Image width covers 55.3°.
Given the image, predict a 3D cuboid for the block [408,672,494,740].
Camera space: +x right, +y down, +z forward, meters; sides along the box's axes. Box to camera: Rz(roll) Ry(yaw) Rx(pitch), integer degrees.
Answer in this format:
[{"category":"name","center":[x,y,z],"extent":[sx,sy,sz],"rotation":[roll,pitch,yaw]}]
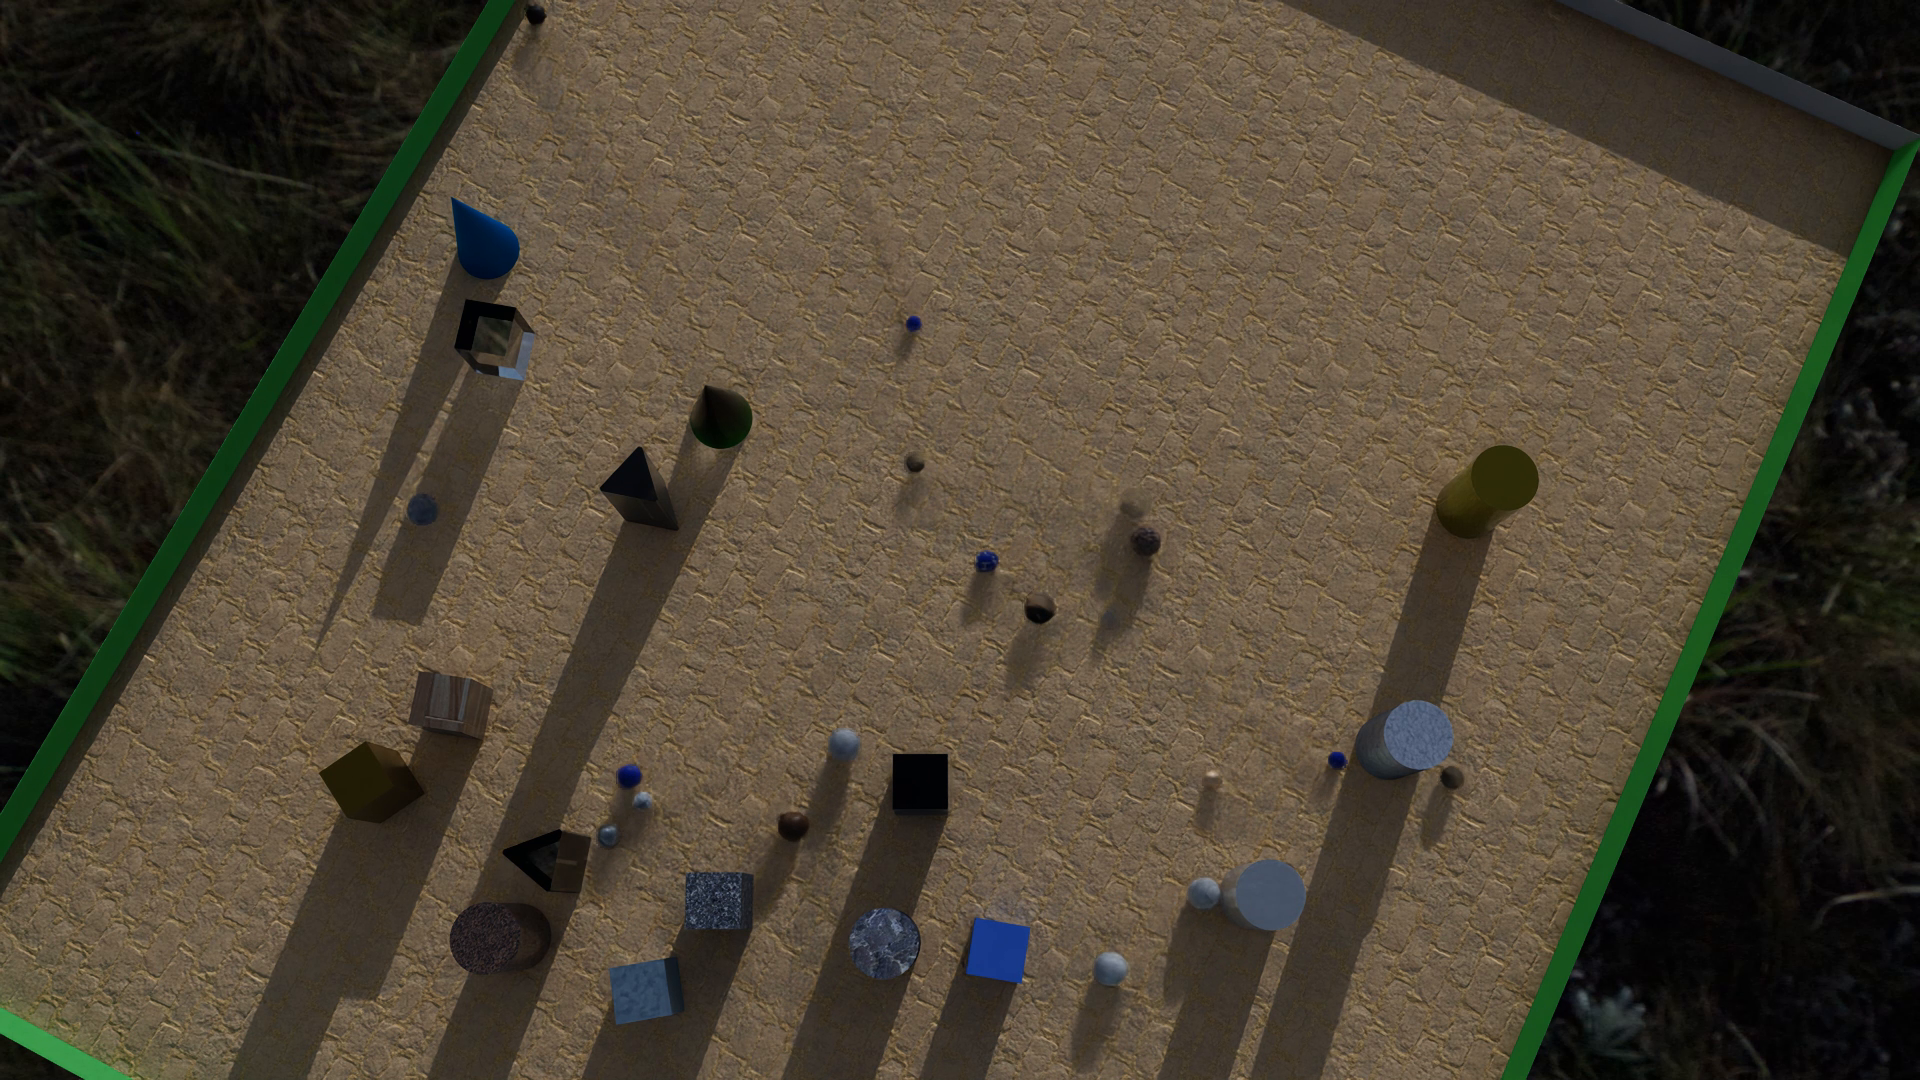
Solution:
[{"category":"block","center":[-1.494,0.489,5.388],"extent":[0.155,0.249,0.155],"rotation":[8,78,2]}]

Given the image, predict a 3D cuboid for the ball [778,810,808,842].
[{"category":"ball","center":[-0.492,0.843,5.397],"extent":[0.089,0.089,0.089],"rotation":[0,78,0]}]

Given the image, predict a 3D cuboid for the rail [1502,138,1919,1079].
[{"category":"rail","center":[1.882,0.928,5.359],"extent":[0.045,0.126,5.006],"rotation":[26,80,5]}]

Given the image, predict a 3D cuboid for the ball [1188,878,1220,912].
[{"category":"ball","center":[0.713,1.035,5.353],"extent":[0.096,0.096,0.096],"rotation":[0,78,0]}]

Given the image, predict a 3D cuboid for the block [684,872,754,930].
[{"category":"block","center":[-0.687,1.035,5.250],"extent":[0.155,0.298,0.155],"rotation":[0,78,0]}]

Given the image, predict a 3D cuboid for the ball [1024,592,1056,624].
[{"category":"ball","center":[0.241,0.206,5.526],"extent":[0.094,0.094,0.094],"rotation":[0,78,0]}]

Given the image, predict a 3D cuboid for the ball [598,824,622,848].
[{"category":"ball","center":[-1.034,0.870,5.400],"extent":[0.071,0.071,0.071],"rotation":[0,78,0]}]

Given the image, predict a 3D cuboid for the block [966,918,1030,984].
[{"category":"block","center":[0.107,1.170,5.233],"extent":[0.155,0.276,0.155],"rotation":[9,78,2]}]

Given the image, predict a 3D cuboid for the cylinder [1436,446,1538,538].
[{"category":"cylinder","center":[1.561,-0.138,5.443],"extent":[0.194,0.397,0.194],"rotation":[0,78,0]}]

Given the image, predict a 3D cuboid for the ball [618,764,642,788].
[{"category":"ball","center":[-0.980,0.701,5.436],"extent":[0.070,0.070,0.070],"rotation":[0,78,0]}]

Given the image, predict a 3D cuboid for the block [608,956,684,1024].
[{"category":"block","center":[-0.891,1.283,5.225],"extent":[0.155,0.246,0.155],"rotation":[-10,78,-2]}]

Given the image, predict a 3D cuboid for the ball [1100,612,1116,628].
[{"category":"ball","center":[0.450,0.243,5.541],"extent":[0.050,0.050,0.050],"rotation":[0,78,0]}]

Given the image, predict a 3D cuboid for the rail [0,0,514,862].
[{"category":"rail","center":[-1.882,-0.915,5.740],"extent":[0.045,0.126,5.006],"rotation":[26,80,5]}]

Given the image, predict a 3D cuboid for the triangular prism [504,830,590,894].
[{"category":"triangular prism","center":[-1.142,0.893,5.222],"extent":[0.168,0.411,0.145],"rotation":[39,81,7]}]

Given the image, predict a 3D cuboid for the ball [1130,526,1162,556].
[{"category":"ball","center":[0.565,0.004,5.568],"extent":[0.093,0.093,0.093],"rotation":[0,78,0]}]

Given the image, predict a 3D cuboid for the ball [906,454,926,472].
[{"category":"ball","center":[-0.136,-0.237,5.636],"extent":[0.058,0.058,0.058],"rotation":[0,78,0]}]

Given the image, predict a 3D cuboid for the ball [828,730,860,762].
[{"category":"ball","center":[-0.345,0.611,5.441],"extent":[0.096,0.096,0.096],"rotation":[0,78,0]}]

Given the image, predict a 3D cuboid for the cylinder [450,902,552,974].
[{"category":"cylinder","center":[-1.296,1.126,5.188],"extent":[0.194,0.384,0.194],"rotation":[0,78,0]}]

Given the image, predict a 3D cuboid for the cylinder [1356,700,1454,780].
[{"category":"cylinder","center":[1.280,0.583,5.302],"extent":[0.194,0.380,0.194],"rotation":[0,78,0]}]

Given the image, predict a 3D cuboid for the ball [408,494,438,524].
[{"category":"ball","center":[-1.640,-0.095,5.590],"extent":[0.090,0.090,0.090],"rotation":[0,78,0]}]

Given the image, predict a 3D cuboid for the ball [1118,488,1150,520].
[{"category":"ball","center":[0.532,-0.112,5.591],"extent":[0.096,0.096,0.096],"rotation":[0,78,0]}]

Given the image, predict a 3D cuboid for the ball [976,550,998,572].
[{"category":"ball","center":[0.083,0.065,5.568],"extent":[0.069,0.069,0.069],"rotation":[0,78,0]}]

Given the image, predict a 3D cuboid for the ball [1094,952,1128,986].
[{"category":"ball","center":[0.439,1.243,5.310],"extent":[0.097,0.097,0.097],"rotation":[0,78,0]}]

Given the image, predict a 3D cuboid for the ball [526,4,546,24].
[{"category":"ball","center":[-1.374,-1.702,5.937],"extent":[0.062,0.062,0.062],"rotation":[0,78,0]}]

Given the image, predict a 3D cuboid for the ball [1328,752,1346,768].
[{"category":"ball","center":[1.121,0.655,5.455],"extent":[0.052,0.052,0.052],"rotation":[0,78,0]}]

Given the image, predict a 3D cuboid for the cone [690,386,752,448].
[{"category":"cone","center":[-0.741,-0.414,5.514],"extent":[0.194,0.368,0.194],"rotation":[0,78,0]}]

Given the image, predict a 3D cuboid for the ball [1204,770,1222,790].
[{"category":"ball","center":[0.752,0.712,5.441],"extent":[0.055,0.055,0.055],"rotation":[0,78,0]}]

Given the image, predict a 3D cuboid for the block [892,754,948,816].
[{"category":"block","center":[-0.112,0.712,5.318],"extent":[0.155,0.297,0.155],"rotation":[0,78,0]}]

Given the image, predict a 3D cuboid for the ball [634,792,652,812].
[{"category":"ball","center":[-0.939,0.774,5.427],"extent":[0.058,0.058,0.058],"rotation":[0,78,0]}]

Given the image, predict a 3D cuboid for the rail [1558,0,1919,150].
[{"category":"rail","center":[1.109,-2.165,5.999],"extent":[4.256,0.126,0.045],"rotation":[26,80,5]}]

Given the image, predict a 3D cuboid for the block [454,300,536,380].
[{"category":"block","center":[-1.422,-0.611,5.614],"extent":[0.155,0.253,0.155],"rotation":[10,78,2]}]

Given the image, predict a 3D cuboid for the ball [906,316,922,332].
[{"category":"ball","center":[-0.144,-0.676,5.731],"extent":[0.049,0.049,0.049],"rotation":[0,78,0]}]

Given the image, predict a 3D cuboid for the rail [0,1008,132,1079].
[{"category":"rail","center":[-1.109,2.178,5.100],"extent":[4.256,0.126,0.045],"rotation":[26,80,5]}]

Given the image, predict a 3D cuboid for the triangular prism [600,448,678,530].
[{"category":"triangular prism","center":[-0.932,-0.158,5.443],"extent":[0.168,0.403,0.145],"rotation":[11,79,2]}]

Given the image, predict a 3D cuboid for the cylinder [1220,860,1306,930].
[{"category":"cylinder","center":[0.860,1.015,5.234],"extent":[0.194,0.338,0.194],"rotation":[0,78,0]}]

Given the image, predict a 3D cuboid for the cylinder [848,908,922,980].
[{"category":"cylinder","center":[-0.211,1.148,5.224],"extent":[0.194,0.303,0.194],"rotation":[0,78,0]}]

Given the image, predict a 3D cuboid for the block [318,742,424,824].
[{"category":"block","center":[-1.702,0.706,5.316],"extent":[0.155,0.302,0.155],"rotation":[-35,80,-7]}]

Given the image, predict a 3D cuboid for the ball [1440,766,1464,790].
[{"category":"ball","center":[1.459,0.707,5.435],"extent":[0.068,0.068,0.068],"rotation":[0,78,0]}]

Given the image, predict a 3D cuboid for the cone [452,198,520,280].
[{"category":"cone","center":[-1.493,-0.963,5.591],"extent":[0.194,0.440,0.194],"rotation":[0,78,0]}]
